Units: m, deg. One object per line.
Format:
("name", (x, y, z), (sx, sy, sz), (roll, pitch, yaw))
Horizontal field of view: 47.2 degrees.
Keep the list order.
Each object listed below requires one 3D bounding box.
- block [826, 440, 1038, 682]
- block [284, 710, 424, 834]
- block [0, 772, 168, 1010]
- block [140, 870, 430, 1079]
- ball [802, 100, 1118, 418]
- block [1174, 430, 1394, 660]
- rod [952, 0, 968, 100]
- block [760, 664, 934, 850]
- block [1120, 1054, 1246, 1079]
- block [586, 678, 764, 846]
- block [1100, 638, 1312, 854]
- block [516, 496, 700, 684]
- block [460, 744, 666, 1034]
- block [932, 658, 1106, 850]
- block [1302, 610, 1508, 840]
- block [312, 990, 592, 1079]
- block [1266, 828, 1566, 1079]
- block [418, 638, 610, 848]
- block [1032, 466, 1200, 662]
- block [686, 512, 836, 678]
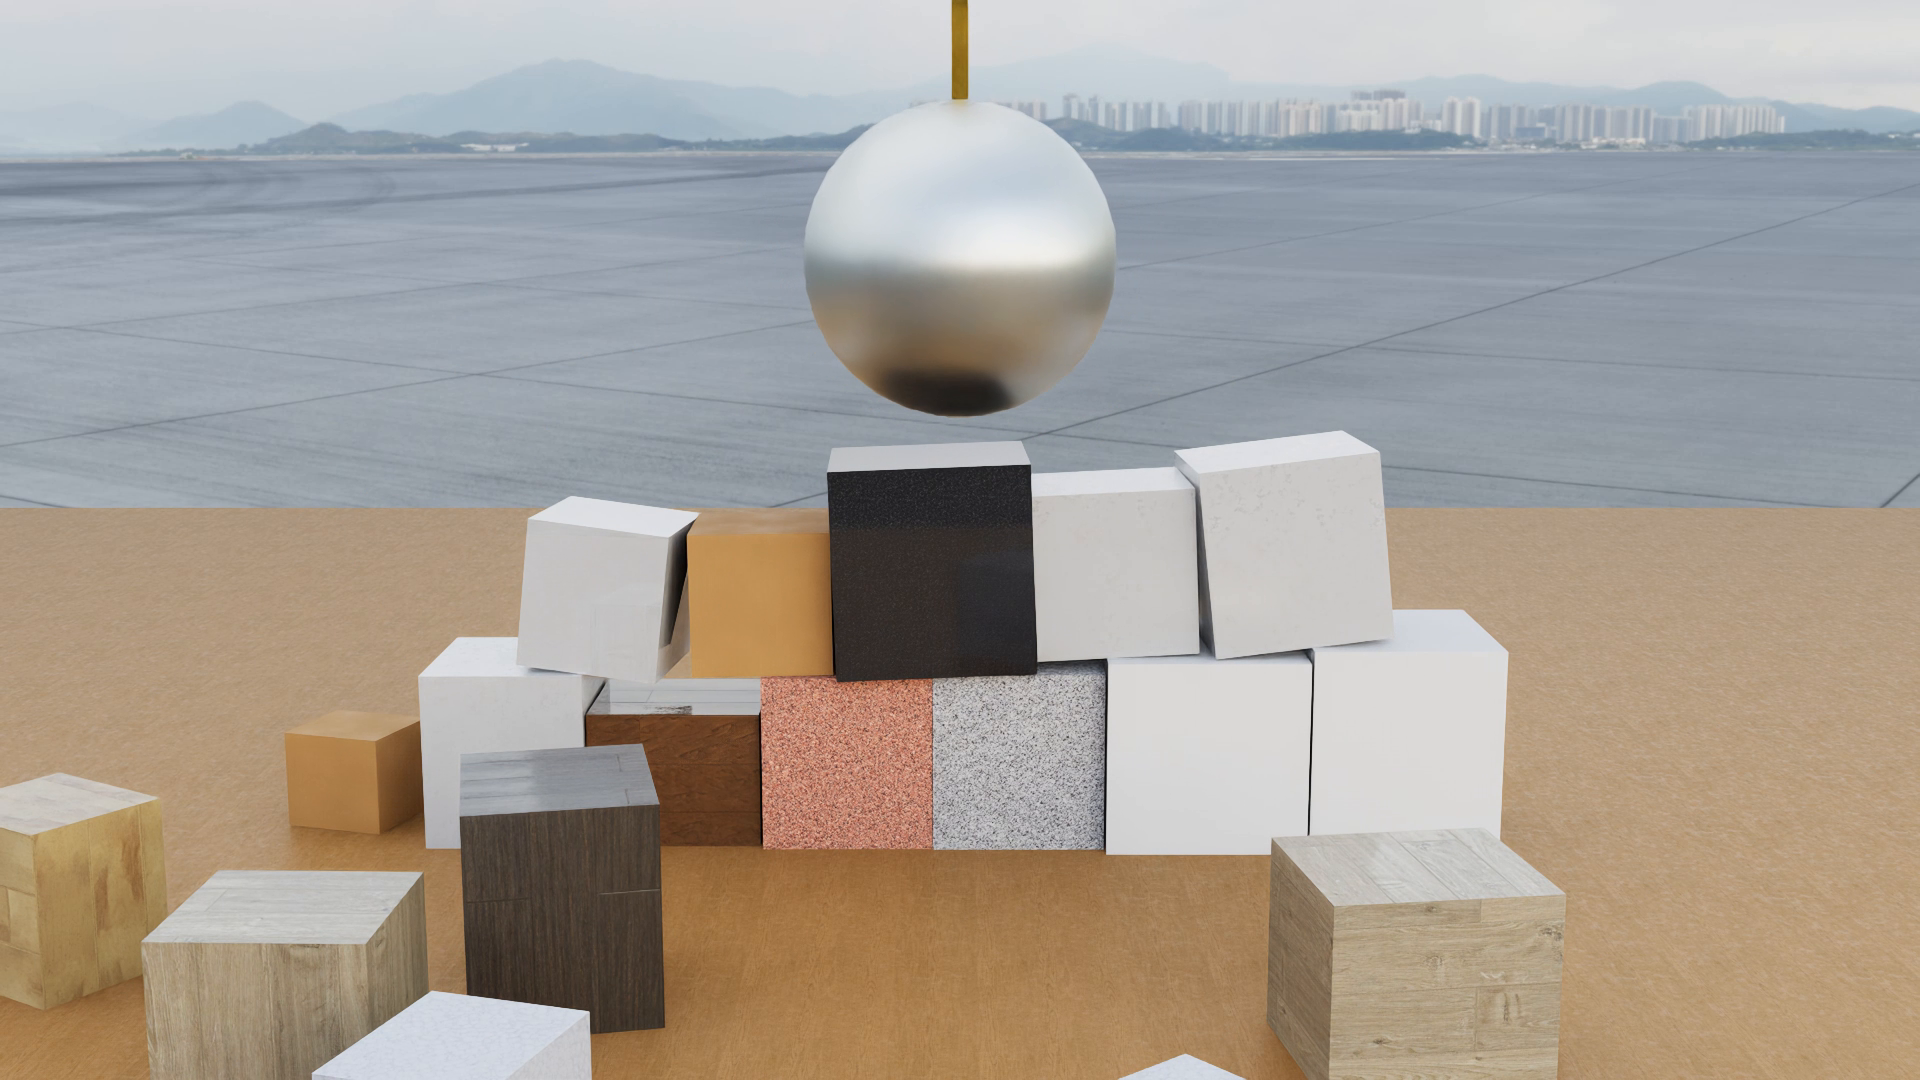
("block", (-0.144, 0.090, 11.138), (0.987, 1.044, 0.856), (-2, 10, -1))
("block", (-3.154, 1.209, 11.533), (0.536, 0.494, 0.490), (3, 11, 17))
("block", (-3.864, 1.476, 9.363), (0.697, 0.745, 0.616), (7, 12, 33))
("block", (-2.460, 1.704, 8.122), (0.791, 0.742, 0.769), (0, 10, 1))
("ball", (0.000, -1.426, 11.186), (1.600, 1.600, 1.600), (0, 10, 0))
("block", (1.634, 0.008, 11.188), (0.892, 0.933, 0.836), (-7, 10, -2))
("rod", (0.000, -4.742, 10.433), (0.080, 5.200, 0.080), (0, 13, 0))
("block", (-0.565, 1.046, 11.356), (0.849, 0.880, 0.817), (0, 10, 0))
("block", (0.672, 2.030, 6.592), (0.658, 0.647, 0.633), (-9, 13, -40))
("block", (-1.434, 1.140, 11.388), (0.861, 0.683, 0.753), (0, 10, 0))
("block", (1.227, 0.999, 11.354), (0.998, 0.972, 0.998), (0, 10, 0))
("block", (-1.779, 0.242, 11.236), (0.710, 0.744, 0.766), (8, 10, 5))
("block", (-1.653, 1.433, 9.080), (0.767, 0.933, 0.902), (-2, 11, -12))
("block", (0.291, 1.038, 11.350), (0.855, 0.897, 0.821), (0, 10, 0))
("block", (2.213, 0.969, 11.348), (0.946, 1.033, 0.988), (0, 10, 0))
("block", (-1.651, 1.935, 7.247), (0.605, 0.600, 0.720), (3, 11, 17))
("block", (1.733, 1.622, 8.479), (0.883, 0.774, 0.808), (-1, 10, -8))
("block", (-2.279, 1.035, 11.391), (0.806, 0.889, 0.870), (0, 10, 0))
("block", (0.757, 0.111, 11.196), (0.805, 0.830, 0.735), (-3, 10, -1))
("block", (-0.993, 0.267, 11.177), (0.702, 0.717, 0.649), (-1, 10, -1))
